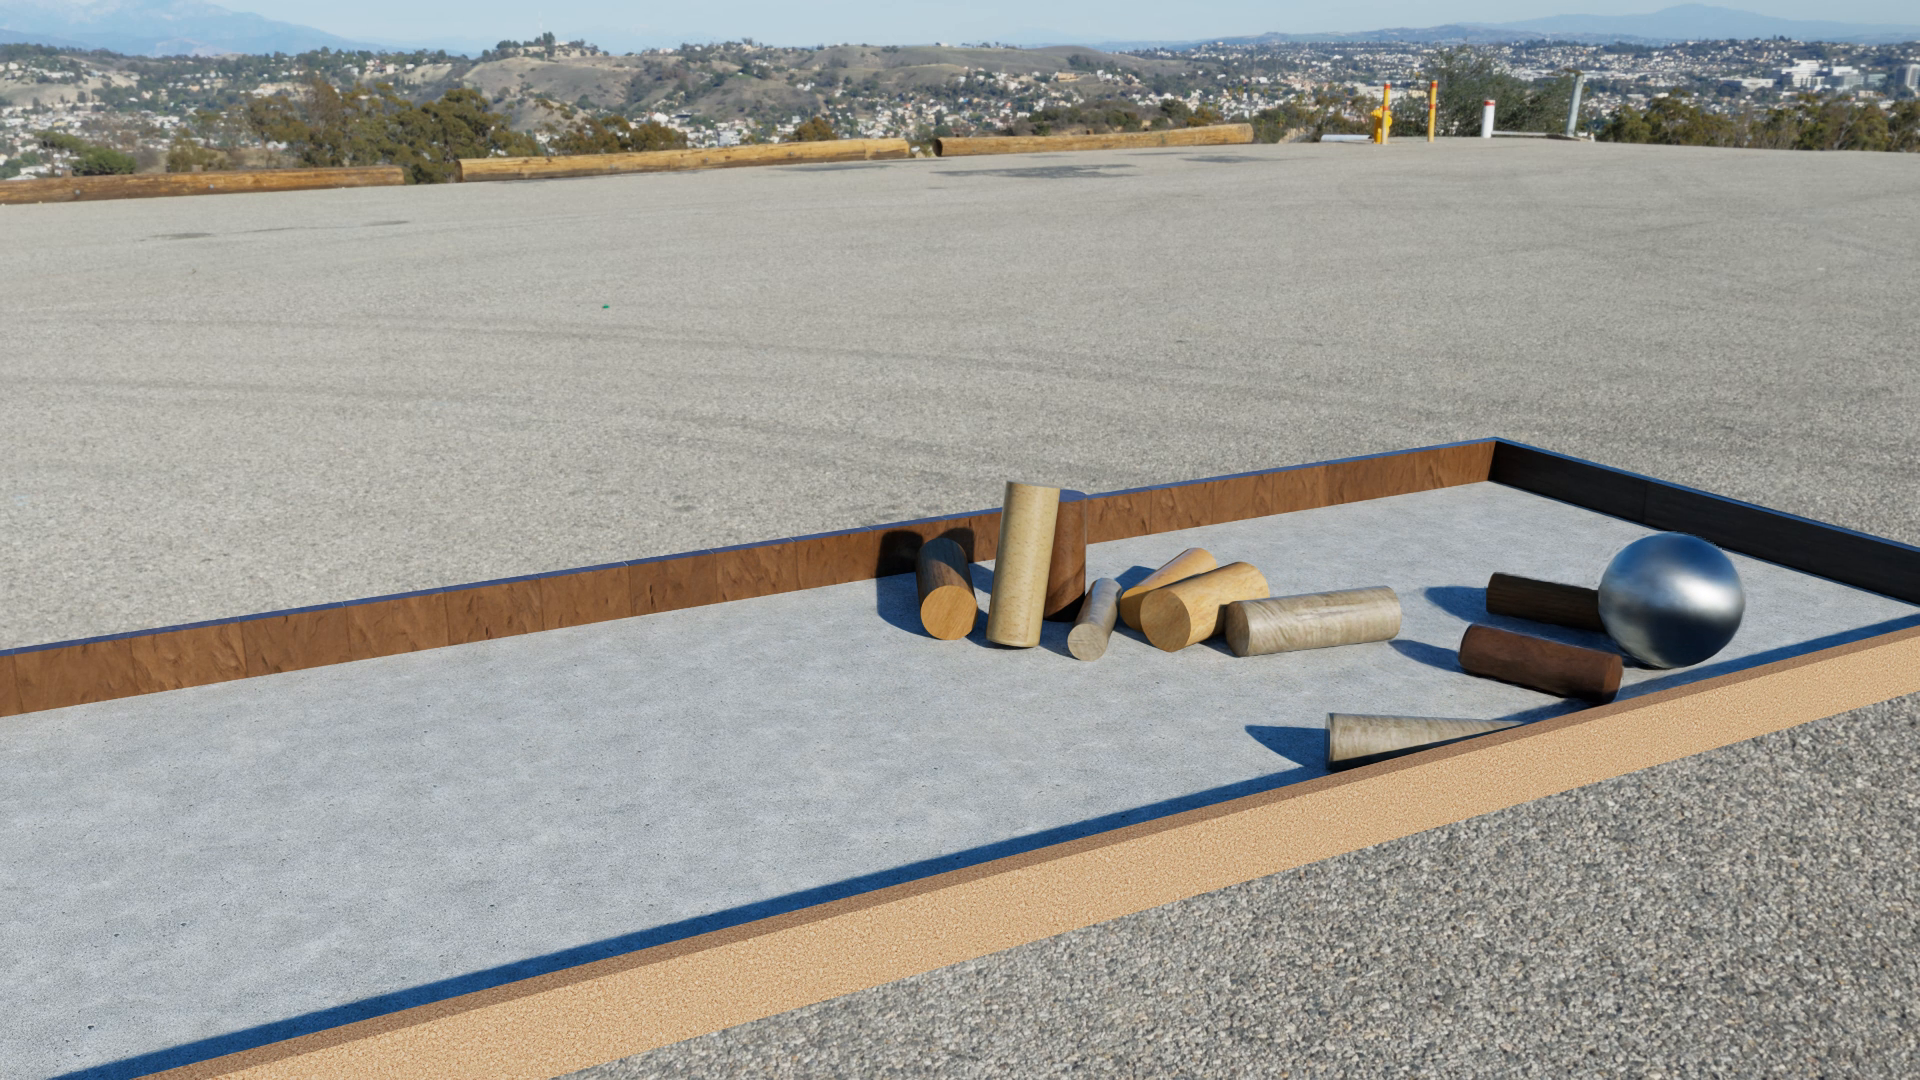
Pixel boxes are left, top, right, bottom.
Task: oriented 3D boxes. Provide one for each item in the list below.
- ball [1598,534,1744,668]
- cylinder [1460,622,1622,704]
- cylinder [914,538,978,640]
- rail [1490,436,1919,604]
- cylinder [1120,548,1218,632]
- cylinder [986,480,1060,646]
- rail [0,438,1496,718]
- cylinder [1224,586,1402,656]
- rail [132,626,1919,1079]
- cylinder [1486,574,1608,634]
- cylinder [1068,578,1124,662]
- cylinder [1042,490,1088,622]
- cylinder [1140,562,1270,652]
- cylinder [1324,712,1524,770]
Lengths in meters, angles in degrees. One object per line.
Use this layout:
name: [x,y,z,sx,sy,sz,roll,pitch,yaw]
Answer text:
ball: [1.815,0.155,4.216,0.345,0.345,0.345,0,16,0]
cylinder: [1.438,0.305,4.093,0.362,0.125,0.125,14,21,39]
cylinder: [-0.042,0.132,4.632,0.155,0.155,0.453,-1,16,-3]
rail: [2.466,-0.048,5.253,0.050,0.150,2.100,-9,18,-27]
cylinder: [0.595,0.136,4.669,0.126,0.126,0.431,9,19,27]
cylinder: [0.166,0.061,4.362,0.145,0.422,0.145,7,6,-1]
rail: [-3.305,0.497,3.399,12.000,0.150,0.050,-9,18,-27]
cylinder: [0.934,0.214,4.368,0.444,0.146,0.146,-5,17,-17]
rail: [-2.336,1.006,1.665,12.000,0.150,0.050,-9,18,-27]
cylinder: [1.669,0.181,4.538,0.409,0.113,0.113,10,19,32]
cylinder: [0.370,0.210,4.456,0.103,0.103,0.399,3,17,11]
cylinder: [0.283,0.044,4.592,0.136,0.346,0.136,0,16,0]
cylinder: [0.663,0.177,4.450,0.347,0.171,0.171,-16,22,-42]
cylinder: [1.013,0.449,3.605,0.414,0.125,0.125,2,16,7]
